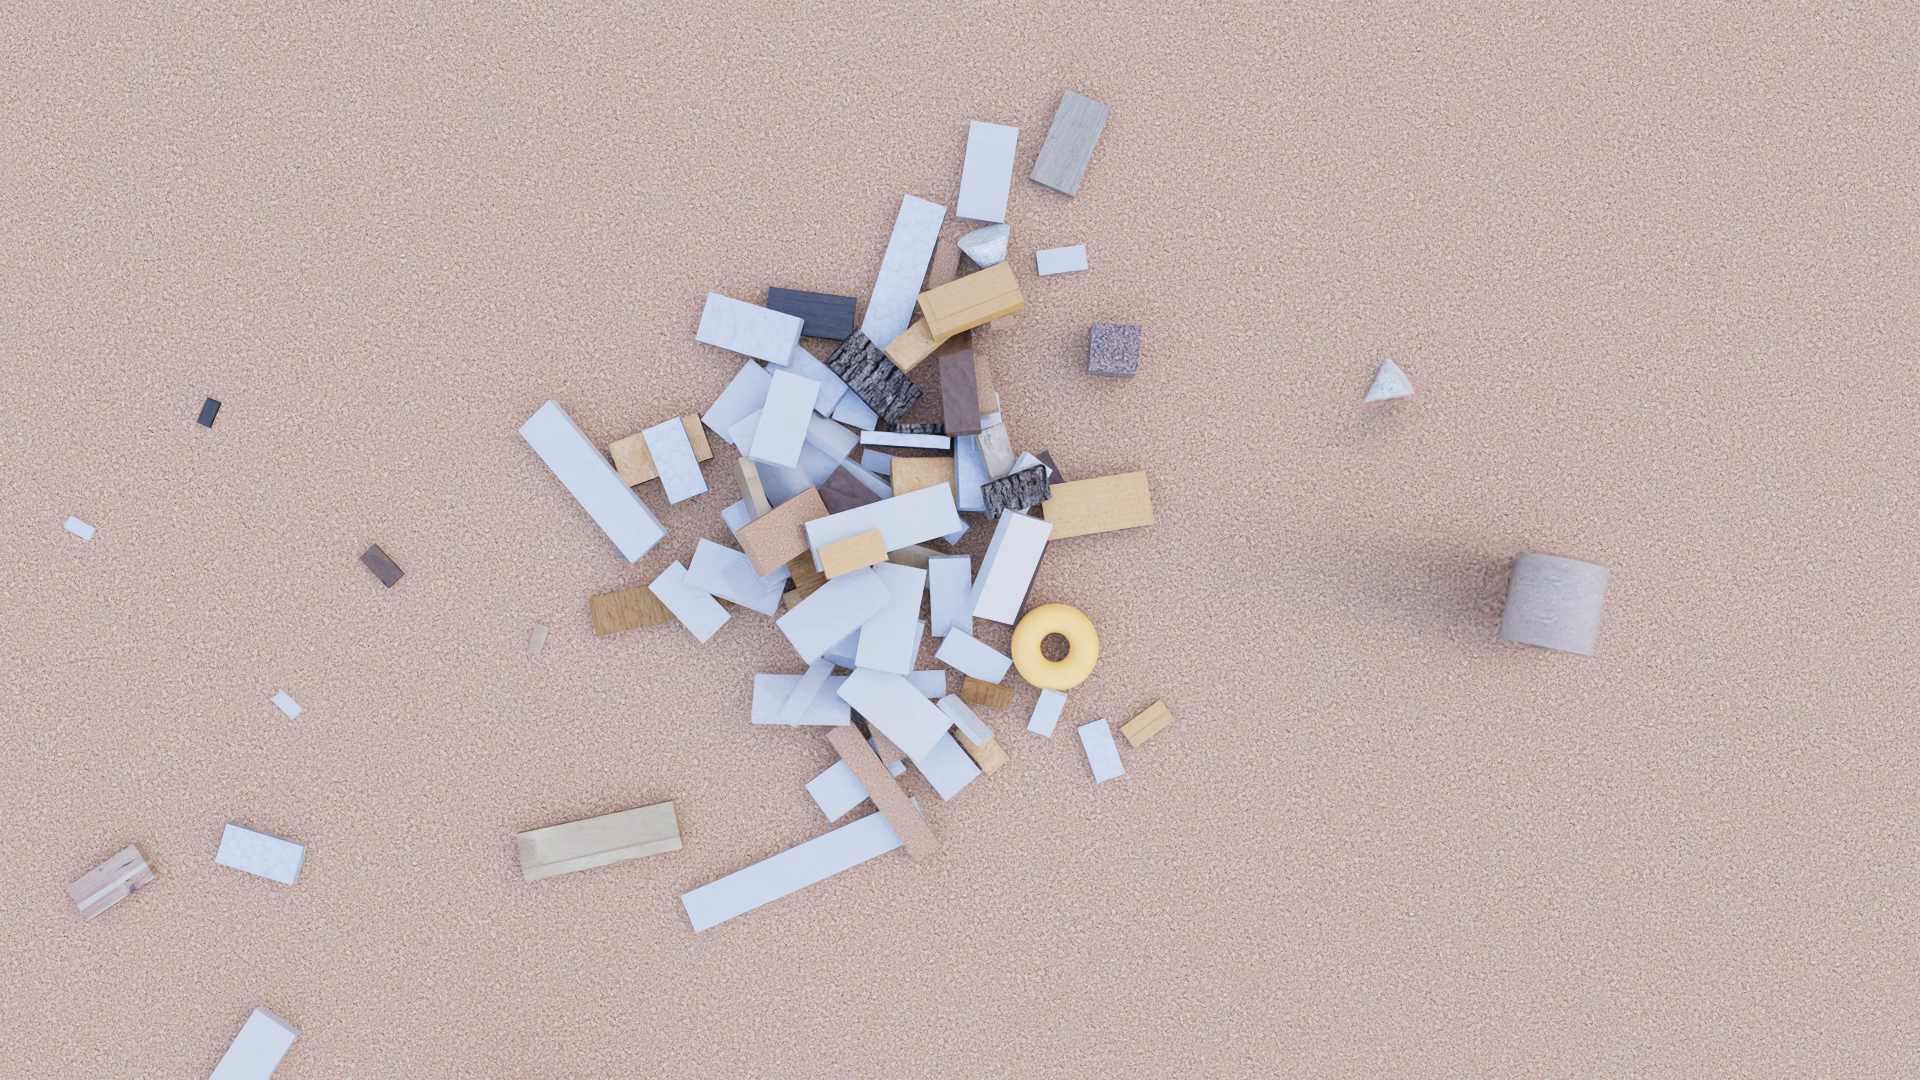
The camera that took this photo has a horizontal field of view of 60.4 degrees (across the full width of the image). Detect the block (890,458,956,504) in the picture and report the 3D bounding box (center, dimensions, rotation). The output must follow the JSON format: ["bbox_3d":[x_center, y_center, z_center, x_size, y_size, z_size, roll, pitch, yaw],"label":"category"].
[{"bbox_3d":[-0.073,-0.192,5.426,0.309,0.044,0.154,-2,78,-14],"label":"block"}]

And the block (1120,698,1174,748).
[{"bbox_3d":[0.622,0.611,5.488,0.165,0.023,0.082,-36,90,0],"label":"block"}]

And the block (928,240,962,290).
[{"bbox_3d":[-0.050,-0.906,5.488,0.081,0.023,0.163,14,90,0],"label":"block"}]

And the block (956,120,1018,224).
[{"bbox_3d":[0.091,-1.218,5.477,0.160,0.045,0.320,9,90,0],"label":"block"}]

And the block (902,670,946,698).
[{"bbox_3d":[-0.141,0.481,5.487,0.185,0.026,0.092,-3,90,0],"label":"block"}]

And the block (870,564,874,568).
[{"bbox_3d":[-0.340,0.126,5.457,0.270,0.038,0.135,37,111,-1],"label":"block"}]

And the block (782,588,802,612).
[{"bbox_3d":[-0.534,0.227,5.478,0.068,0.019,0.135,-22,101,0],"label":"block"}]

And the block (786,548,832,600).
[{"bbox_3d":[-0.504,0.036,5.401,0.149,0.042,0.299,-24,82,-2],"label":"block"}]

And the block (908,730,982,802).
[{"bbox_3d":[-0.085,0.701,5.478,0.152,0.043,0.304,-40,90,0],"label":"block"}]

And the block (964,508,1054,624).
[{"bbox_3d":[0.158,0.088,5.367,0.179,0.051,0.358,15,100,-39],"label":"block"}]

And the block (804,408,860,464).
[{"bbox_3d":[-0.467,-0.366,5.433,0.263,0.131,0.037,33,126,1],"label":"block"}]

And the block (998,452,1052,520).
[{"bbox_3d":[0.195,-0.162,5.388,0.115,0.033,0.230,35,83,-29],"label":"block"}]

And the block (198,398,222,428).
[{"bbox_3d":[-2.501,-0.424,5.493,0.046,0.013,0.092,23,90,0],"label":"block"}]

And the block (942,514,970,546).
[{"bbox_3d":[-0.059,-0.071,5.463,0.176,0.025,0.088,40,109,0],"label":"block"}]

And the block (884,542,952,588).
[{"bbox_3d":[-0.177,0.066,5.459,0.270,0.038,0.135,17,110,0],"label":"block"}]

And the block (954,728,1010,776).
[{"bbox_3d":[0.073,0.683,5.487,0.092,0.026,0.185,-39,90,0],"label":"block"}]

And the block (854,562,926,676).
[{"bbox_3d":[-0.226,0.254,5.371,0.174,0.049,0.348,11,81,-3],"label":"block"}]

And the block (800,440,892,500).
[{"bbox_3d":[-0.415,-0.208,5.457,0.420,0.044,0.156,32,106,0],"label":"block"}]

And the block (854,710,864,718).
[{"bbox_3d":[-0.301,0.501,5.479,0.092,0.026,0.184,4,94,-2],"label":"block"}]

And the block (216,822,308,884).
[{"bbox_3d":[-2.321,1.041,5.481,0.266,0.038,0.133,17,90,0],"label":"block"}]

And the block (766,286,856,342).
[{"bbox_3d":[-0.497,-0.749,5.479,0.290,0.041,0.145,7,90,0],"label":"block"}]

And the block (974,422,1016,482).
[{"bbox_3d":[0.123,-0.270,5.378,0.101,0.029,0.203,-22,102,-23],"label":"block"}]

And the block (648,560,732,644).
[{"bbox_3d":[-0.890,0.203,5.445,0.130,0.037,0.260,-44,90,0],"label":"block"}]

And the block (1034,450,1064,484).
[{"bbox_3d":[0.321,-0.171,5.490,0.068,0.019,0.256,-29,90,0],"label":"block"}]

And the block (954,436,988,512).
[{"bbox_3d":[0.062,-0.250,5.425,0.154,0.044,0.309,2,77,-17],"label":"block"}]

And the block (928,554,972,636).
[{"bbox_3d":[-0.030,0.184,5.440,0.135,0.038,0.270,-2,108,0],"label":"block"}]

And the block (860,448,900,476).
[{"bbox_3d":[-0.260,-0.255,5.490,0.135,0.019,0.068,14,90,0],"label":"block"}]

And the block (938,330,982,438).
[{"bbox_3d":[-0.009,-0.555,5.397,0.115,0.033,0.461,-6,67,0],"label":"block"}]

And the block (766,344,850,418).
[{"bbox_3d":[-0.502,-0.537,5.459,0.263,0.037,0.131,39,93,9],"label":"block"}]

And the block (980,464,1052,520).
[{"bbox_3d":[0.183,-0.155,5.346,0.229,0.033,0.115,-21,110,-23],"label":"block"}]

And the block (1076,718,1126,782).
[{"bbox_3d":[0.469,0.699,5.486,0.098,0.028,0.196,-20,90,0],"label":"block"}]

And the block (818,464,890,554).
[{"bbox_3d":[-0.322,-0.089,5.397,0.309,0.044,0.154,40,94,3],"label":"block"}]

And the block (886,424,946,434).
[{"bbox_3d":[-0.125,-0.366,5.414,0.207,0.103,0.029,-1,93,-21],"label":"block"}]

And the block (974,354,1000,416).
[{"bbox_3d":[0.056,-0.504,5.406,0.101,0.029,0.203,-12,68,-3],"label":"block"}]

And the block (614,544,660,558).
[{"bbox_3d":[-1.078,0.011,5.490,0.140,0.020,0.070,-14,90,0],"label":"block"}]

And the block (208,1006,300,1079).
[{"bbox_3d":[-2.352,1.729,5.477,0.160,0.045,0.320,34,90,0],"label":"block"}]

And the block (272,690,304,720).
[{"bbox_3d":[-2.239,0.548,5.493,0.095,0.014,0.048,44,90,0],"label":"block"}]

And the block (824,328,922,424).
[{"bbox_3d":[-0.283,-0.532,5.418,0.307,0.043,0.153,44,82,-17],"label":"block"}]

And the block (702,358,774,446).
[{"bbox_3d":[-0.725,-0.458,5.481,0.131,0.037,0.263,39,90,0],"label":"block"}]

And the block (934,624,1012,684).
[{"bbox_3d":[0.045,0.388,5.459,0.233,0.033,0.117,30,95,-10],"label":"block"}]

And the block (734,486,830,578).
[{"bbox_3d":[-0.553,-0.029,5.267,0.328,0.046,0.164,-35,101,-40],"label":"block"}]

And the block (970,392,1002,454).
[{"bbox_3d":[0.083,-0.385,5.423,0.101,0.029,0.203,-1,77,-18],"label":"block"}]

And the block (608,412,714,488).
[{"bbox_3d":[-0.991,-0.295,5.478,0.312,0.044,0.156,-20,90,0],"label":"block"}]
